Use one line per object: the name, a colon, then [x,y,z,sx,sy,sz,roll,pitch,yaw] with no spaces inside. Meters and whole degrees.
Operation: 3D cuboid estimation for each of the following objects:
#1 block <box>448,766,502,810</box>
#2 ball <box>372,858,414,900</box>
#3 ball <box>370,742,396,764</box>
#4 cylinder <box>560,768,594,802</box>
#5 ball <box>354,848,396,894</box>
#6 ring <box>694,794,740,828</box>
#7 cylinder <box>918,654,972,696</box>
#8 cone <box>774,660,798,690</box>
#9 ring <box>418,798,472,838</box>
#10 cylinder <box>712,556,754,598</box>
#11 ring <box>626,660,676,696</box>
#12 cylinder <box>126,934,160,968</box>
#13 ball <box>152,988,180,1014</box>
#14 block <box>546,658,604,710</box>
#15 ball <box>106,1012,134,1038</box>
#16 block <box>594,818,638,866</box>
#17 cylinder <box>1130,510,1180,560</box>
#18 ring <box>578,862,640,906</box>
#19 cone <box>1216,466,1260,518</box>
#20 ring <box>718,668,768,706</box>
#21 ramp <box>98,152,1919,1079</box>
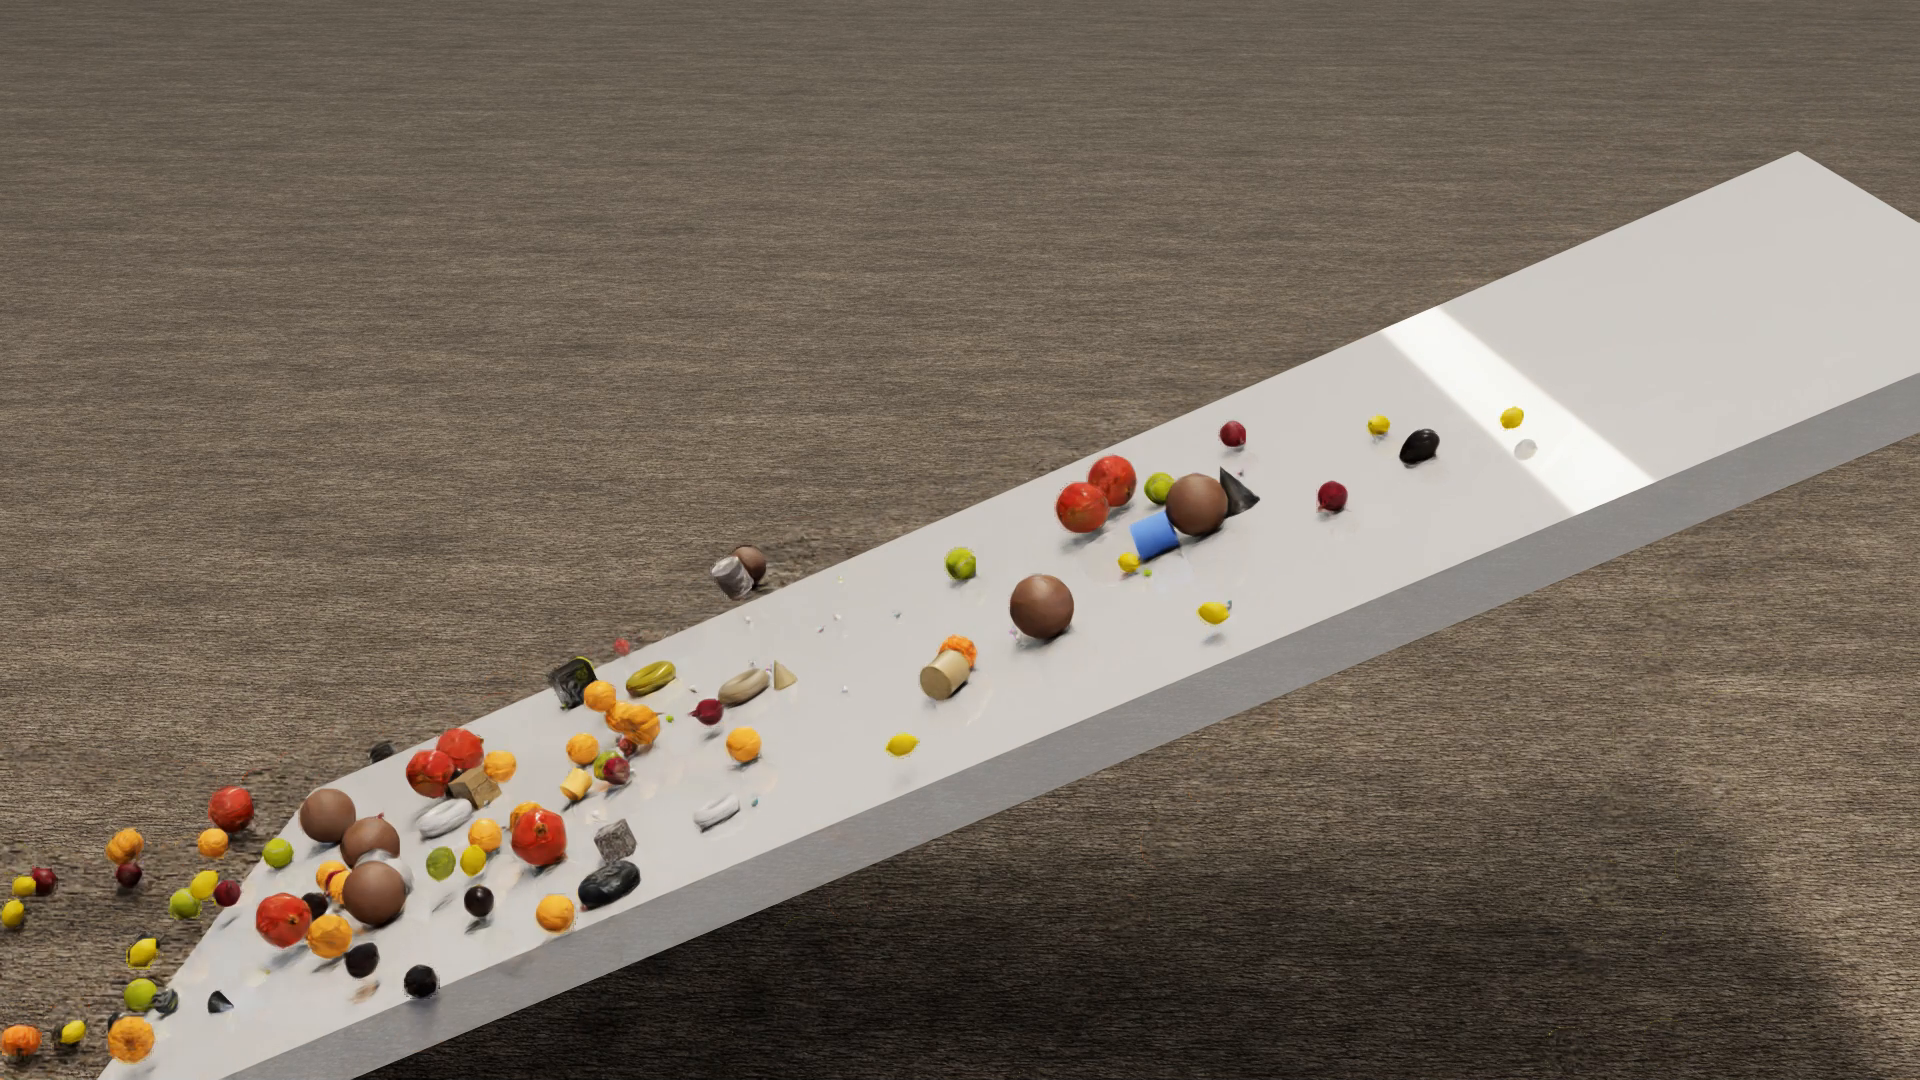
block: [-1.093,0.561,6.631,0.072,0.072,0.072,-11,19,46]
ball: [-1.194,0.713,6.190,0.085,0.085,0.085,0,15,0]
ball: [-1.564,0.582,7.970,0.066,0.066,0.066,0,15,0]
cylinder: [-0.820,0.523,6.285,0.052,0.052,0.052,12,54,38]
ball: [-1.244,0.707,6.278,0.097,0.097,0.097,0,15,0]
ring: [-0.471,0.525,5.705,0.098,0.033,0.098,-25,12,6]
cylinder: [-0.029,0.266,5.810,0.074,0.074,0.074,11,14,35]
cone: [-0.392,0.289,6.431,0.060,0.060,0.060,-24,13,6]
ring: [-1.150,0.620,6.570,0.131,0.044,0.131,-23,14,6]
cylinder: [-0.575,0.094,7.436,0.077,0.077,0.077,-23,32,16]
ring: [-0.731,0.327,6.951,0.128,0.043,0.128,-24,14,6]
cylinder: [-1.829,0.919,6.591,0.053,0.053,0.053,6,41,20]
ball: [-1.658,0.961,6.137,0.054,0.054,0.054,0,15,0]
block: [-0.935,0.349,7.147,0.087,0.087,0.087,-30,14,-20]
ball: [-1.745,1.008,6.113,0.055,0.055,0.055,0,15,0]
block: [-0.675,0.591,5.763,0.058,0.058,0.058,-23,13,8]
cylinder: [0.403,-0.010,6.086,0.080,0.080,0.080,-23,13,9]
ring: [-0.663,0.648,5.550,0.126,0.042,0.126,-23,13,6]
cone: [0.563,-0.111,6.149,0.098,0.098,0.098,-24,13,6]
ring: [-0.478,0.325,6.493,0.123,0.041,0.123,-25,12,6]
ramp: [0.133,0.170,6.283,4.000,0.100,2.000,-23,13,9]
